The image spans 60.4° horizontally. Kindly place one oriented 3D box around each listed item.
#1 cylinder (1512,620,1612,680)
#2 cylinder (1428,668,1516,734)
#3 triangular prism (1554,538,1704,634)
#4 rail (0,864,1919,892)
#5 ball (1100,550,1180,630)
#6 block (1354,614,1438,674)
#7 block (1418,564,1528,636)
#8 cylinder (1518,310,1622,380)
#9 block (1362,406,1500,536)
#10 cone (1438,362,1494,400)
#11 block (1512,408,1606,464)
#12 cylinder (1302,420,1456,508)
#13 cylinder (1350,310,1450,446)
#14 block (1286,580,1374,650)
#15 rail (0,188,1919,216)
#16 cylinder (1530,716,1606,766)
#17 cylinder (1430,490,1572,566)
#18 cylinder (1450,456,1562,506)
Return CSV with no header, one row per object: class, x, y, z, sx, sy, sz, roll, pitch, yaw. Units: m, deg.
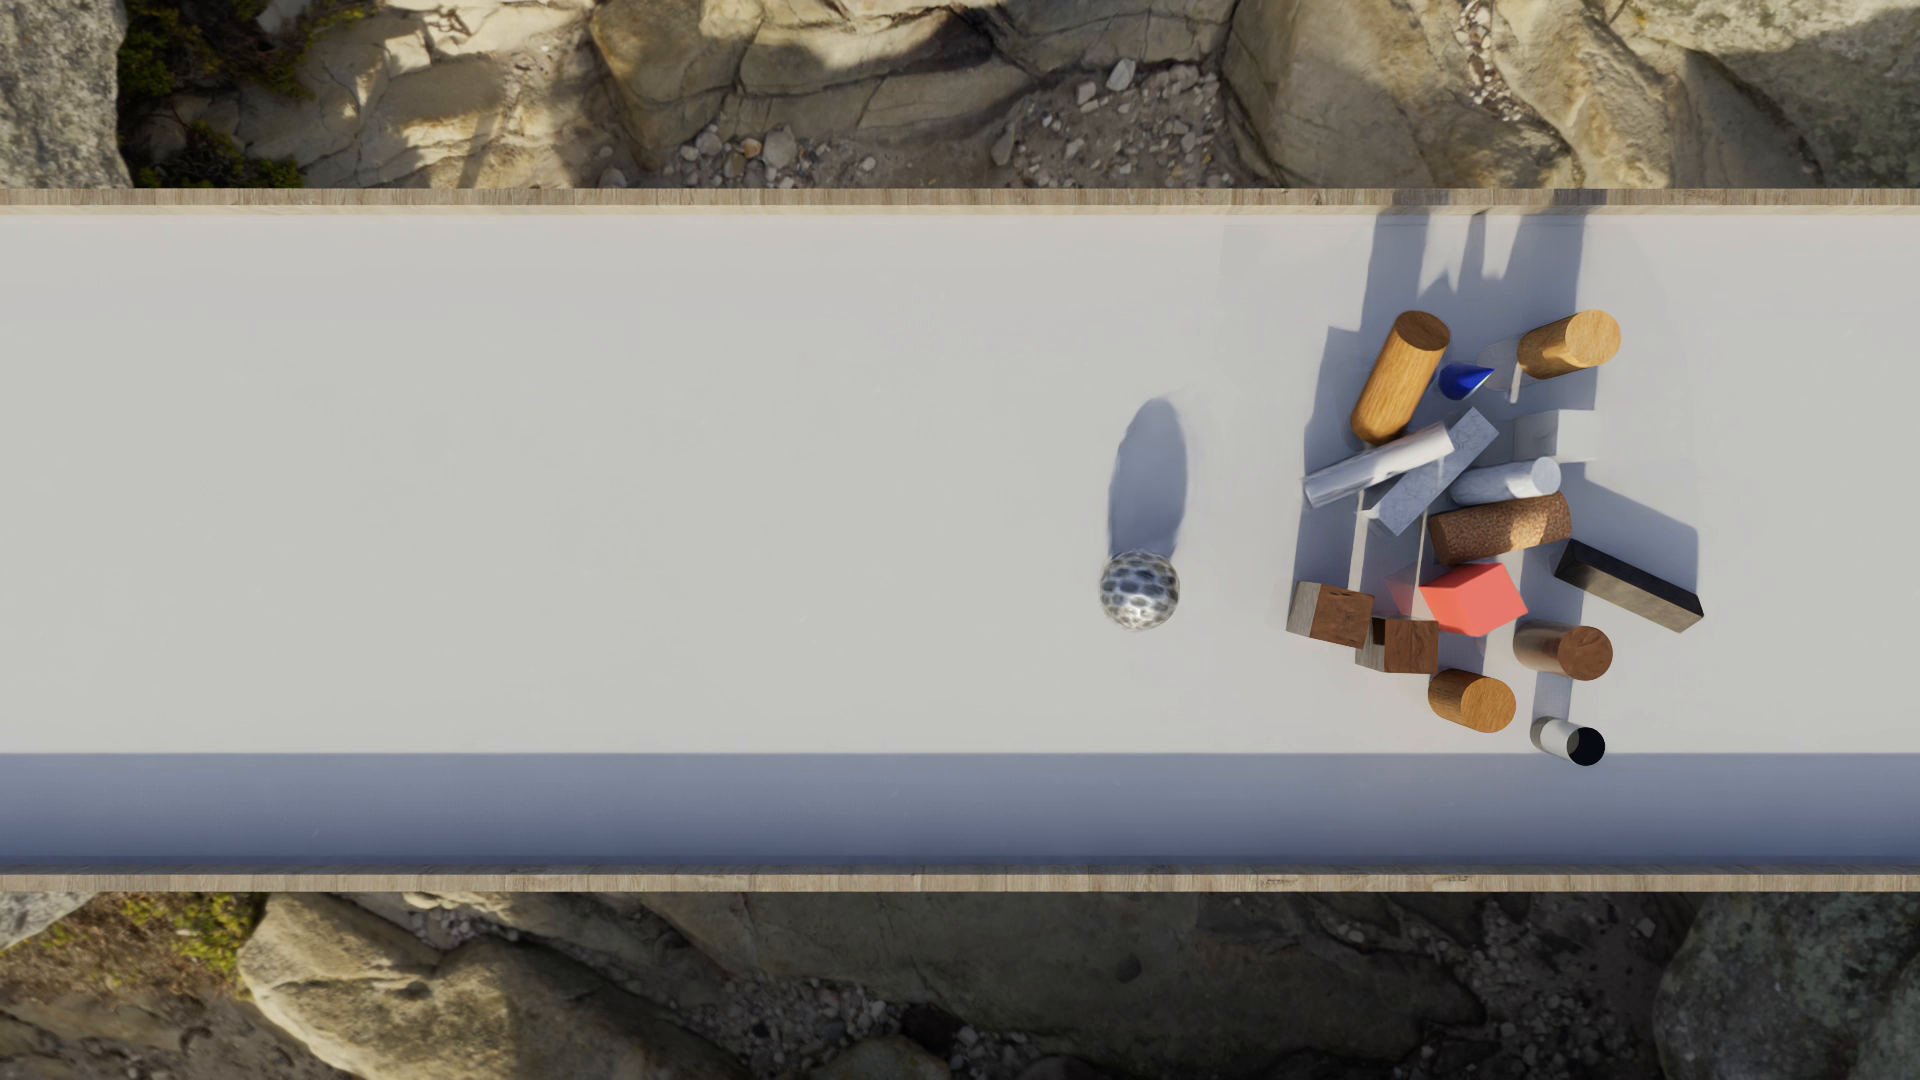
cylinder,1.779,0.323,4.884,0.157,0.385,0.157,0,90,0
cylinder,1.519,0.476,4.909,0.160,0.334,0.160,0,90,0
triangular prism,2.046,0.142,5.018,0.425,0.110,0.127,24,90,0
rail,-2.247,1.025,5.001,12.000,0.150,0.050,0,90,0
ball,0.541,0.150,4.955,0.244,0.244,0.244,0,90,0
block,1.295,0.306,4.904,0.153,0.345,0.153,2,90,0
block,1.513,0.174,4.882,0.155,0.385,0.155,-27,89,0
cylinder,1.794,-0.574,4.874,0.159,0.404,0.159,0,90,0
block,1.430,-0.206,5.019,0.115,0.115,0.438,45,90,0
cone,1.533,-0.489,4.901,0.122,0.352,0.122,0,90,0
block,1.768,-0.303,4.878,0.133,0.392,0.133,3,90,1
cylinder,1.257,-0.225,4.963,0.443,0.100,0.100,-23,90,17
cylinder,1.294,-0.472,4.867,0.163,0.408,0.163,5,51,-6
block,1.097,0.220,4.906,0.159,0.340,0.159,13,90,0
rail,-2.247,-1.025,5.002,12.000,0.150,0.050,0,90,0
cylinder,1.810,0.597,4.923,0.113,0.308,0.113,0,90,0
cylinder,1.637,-0.038,4.998,0.377,0.157,0.157,-13,90,0
cylinder,1.613,-0.172,4.893,0.110,0.352,0.110,2,85,-23
